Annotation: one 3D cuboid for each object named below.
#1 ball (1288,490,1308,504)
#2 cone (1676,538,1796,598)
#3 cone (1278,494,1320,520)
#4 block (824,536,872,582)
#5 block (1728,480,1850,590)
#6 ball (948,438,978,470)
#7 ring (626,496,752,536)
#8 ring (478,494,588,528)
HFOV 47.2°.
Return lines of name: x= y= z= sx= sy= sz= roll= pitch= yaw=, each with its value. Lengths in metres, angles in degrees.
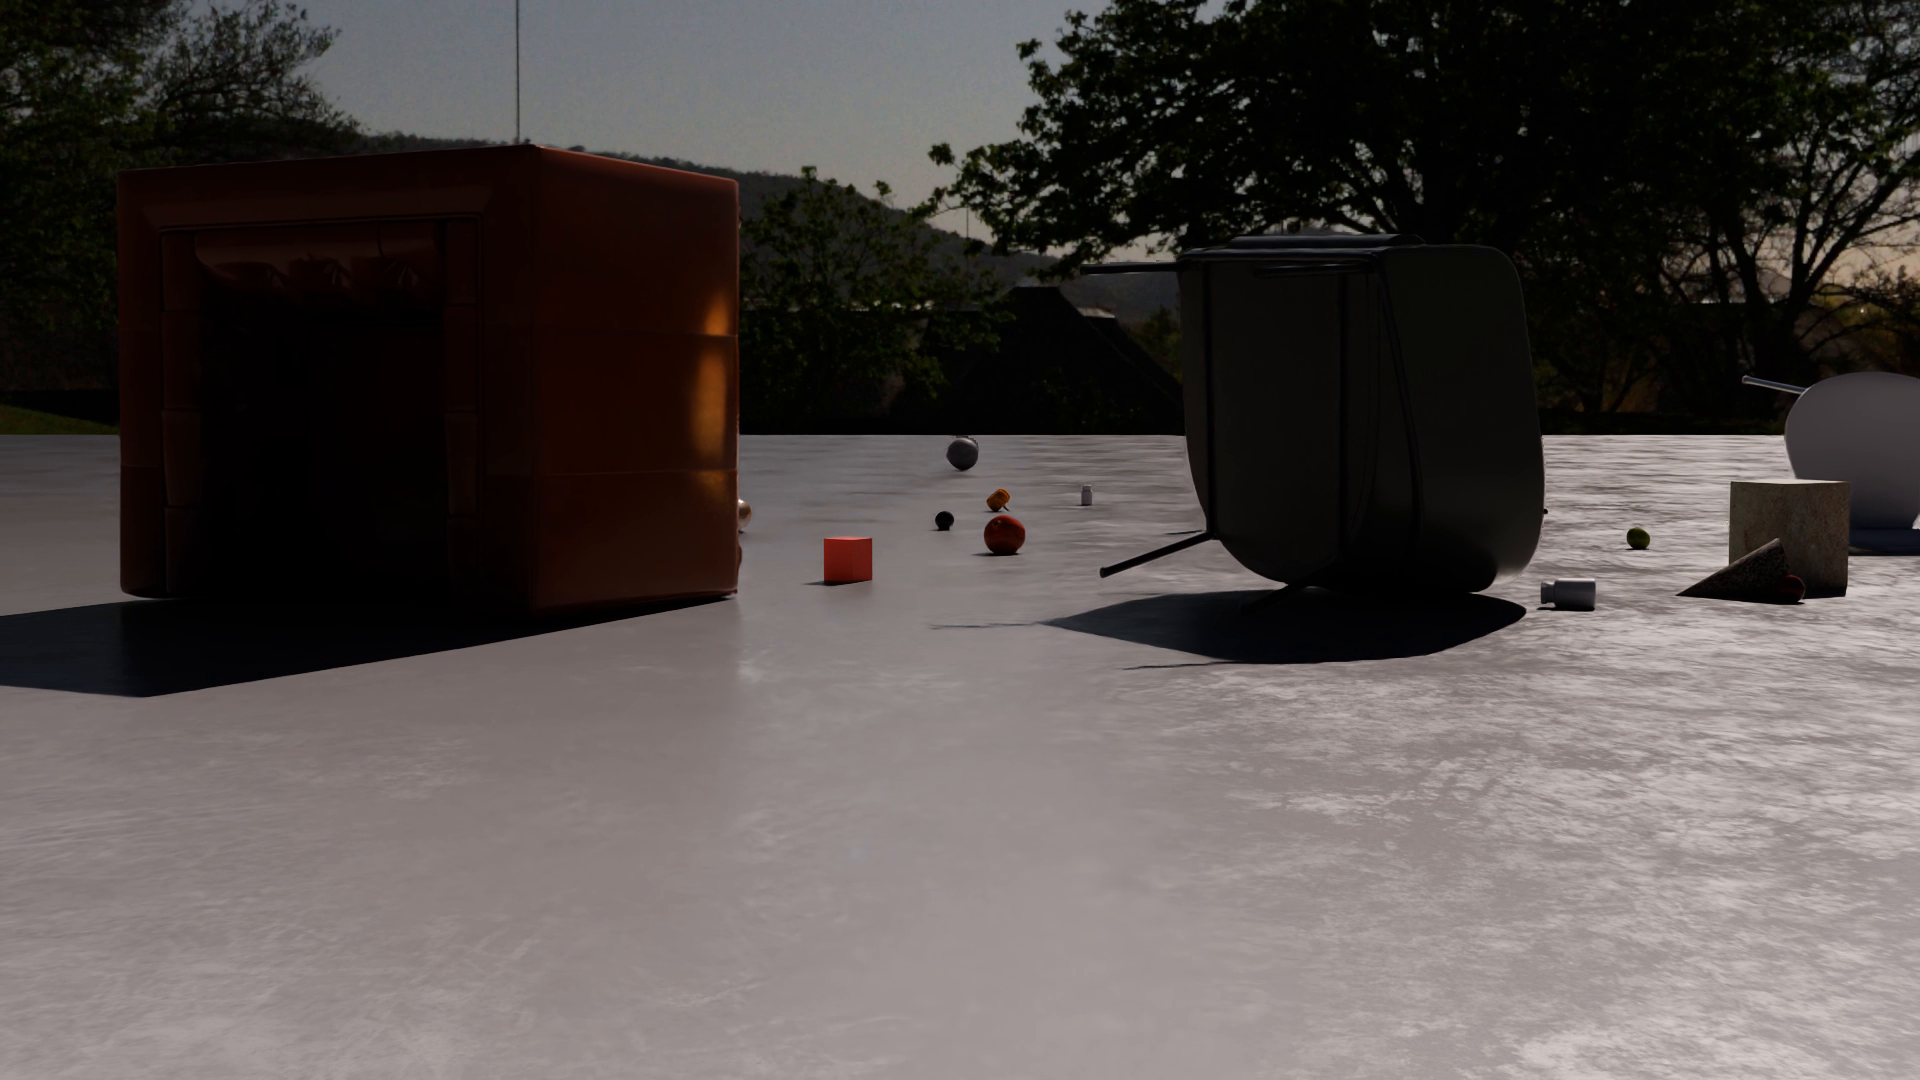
ball: x=1.262 y=-0.152 z=8.220 sx=0.073 sy=0.073 sz=0.073 roll=0 pitch=4 yaw=0
cone: x=1.664 y=0.091 z=4.752 sx=0.238 sy=0.139 sz=0.128 roll=-15 pitch=-41 yaw=14
cone: x=1.170 y=-0.116 z=7.581 sx=0.143 sy=0.090 sz=0.179 roll=0 pitch=4 yaw=5
block: x=-0.263 y=0.045 z=5.166 sx=0.083 sy=0.099 sz=0.078 roll=3 pitch=5 yaw=34
block: x=1.891 y=-0.014 z=5.017 sx=0.206 sy=0.238 sz=0.159 roll=-2 pitch=4 yaw=-28
ball: x=0.016 y=-0.477 z=12.211 sx=0.176 sy=0.176 sz=0.176 roll=0 pitch=4 yaw=0
ring: x=-0.850 y=-0.076 z=6.904 sx=0.373 sy=0.105 sz=0.441 roll=1 pitch=5 yaw=25
ring: x=-1.393 y=-0.095 z=7.178 sx=0.235 sy=0.105 sz=0.405 roll=6 pitch=6 yaw=44
